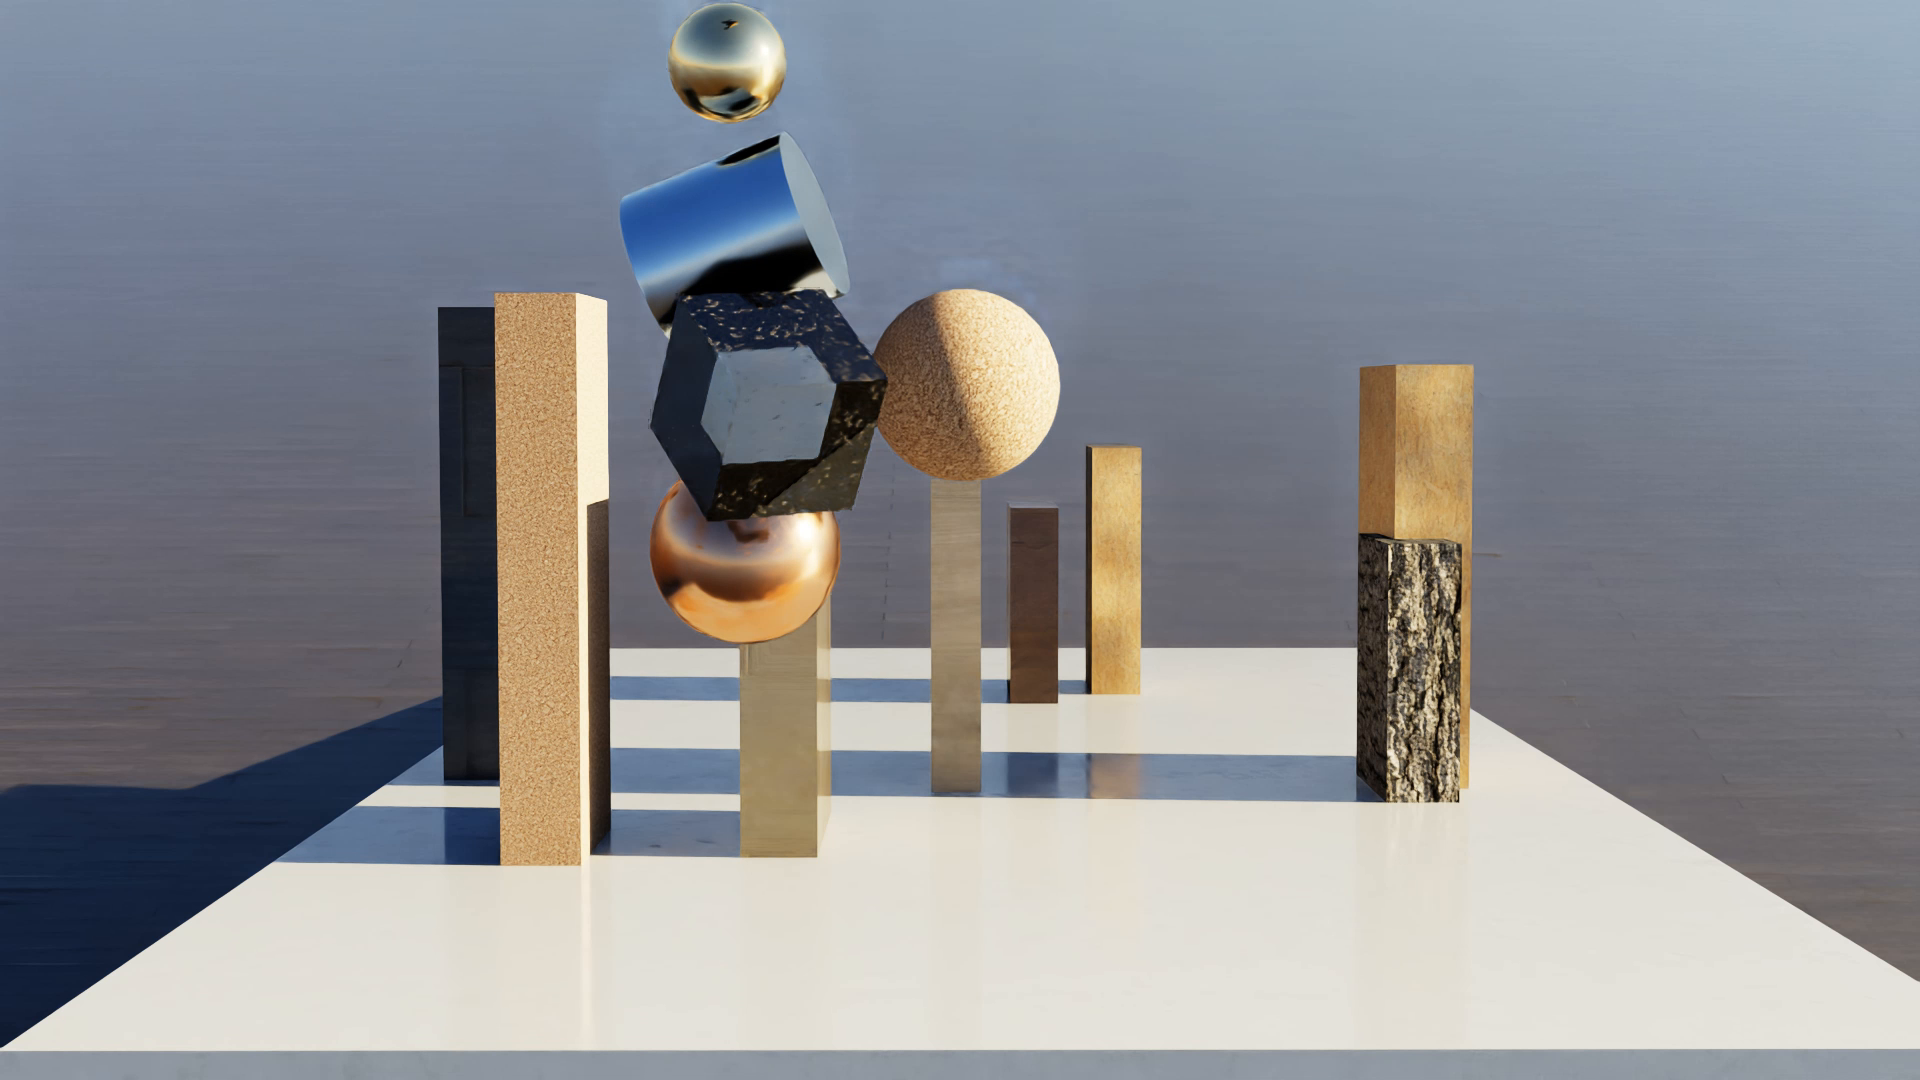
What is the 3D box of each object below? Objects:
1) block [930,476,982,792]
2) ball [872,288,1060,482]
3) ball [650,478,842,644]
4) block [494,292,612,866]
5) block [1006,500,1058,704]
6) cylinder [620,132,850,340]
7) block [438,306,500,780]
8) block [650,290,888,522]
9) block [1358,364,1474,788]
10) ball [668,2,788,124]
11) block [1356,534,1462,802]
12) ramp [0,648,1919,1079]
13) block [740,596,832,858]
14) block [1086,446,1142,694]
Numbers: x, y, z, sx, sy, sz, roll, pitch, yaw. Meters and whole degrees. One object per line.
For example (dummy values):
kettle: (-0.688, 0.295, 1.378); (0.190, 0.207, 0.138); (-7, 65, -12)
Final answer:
block: (-0.007, 0.097, 4.366); (0.081, 0.602, 0.432); (0, 3, 0)
ball: (0.004, -0.167, 2.777); (0.208, 0.208, 0.208); (0, 21, 0)
ball: (-0.232, 0.009, 2.785); (0.208, 0.208, 0.208); (0, 21, 0)
block: (-0.574, 0.047, 3.650); (0.110, 0.782, 0.306); (0, 3, 0)
block: (0.154, 0.127, 5.518); (0.100, 0.409, 0.344); (0, 3, 0)
cylinder: (-0.231, -0.305, 2.654); (0.178, 0.178, 0.178); (-20, 19, 10)
block: (-0.799, 0.001, 4.403); (0.132, 0.789, 0.251); (0, 3, 0)
block: (-0.189, -0.133, 2.510); (0.156, 0.156, 0.156); (-6, 41, -29)
block: (0.769, 0.051, 4.368); (0.125, 0.692, 0.375); (0, 3, 0)
ball: (-0.241, -0.494, 2.664); (0.123, 0.123, 0.123); (0, 21, 0)
block: (0.731, 0.202, 4.199); (0.115, 0.409, 0.306); (0, 3, 0)
ramp: (0.048, 0.438, 4.532); (2.000, 0.100, 4.000); (0, 3, 0)
block: (-0.253, 0.152, 3.760); (0.107, 0.559, 0.393); (0, 3, 0)
block: (0.335, 0.060, 5.639); (0.105, 0.529, 0.274); (0, 3, 0)
